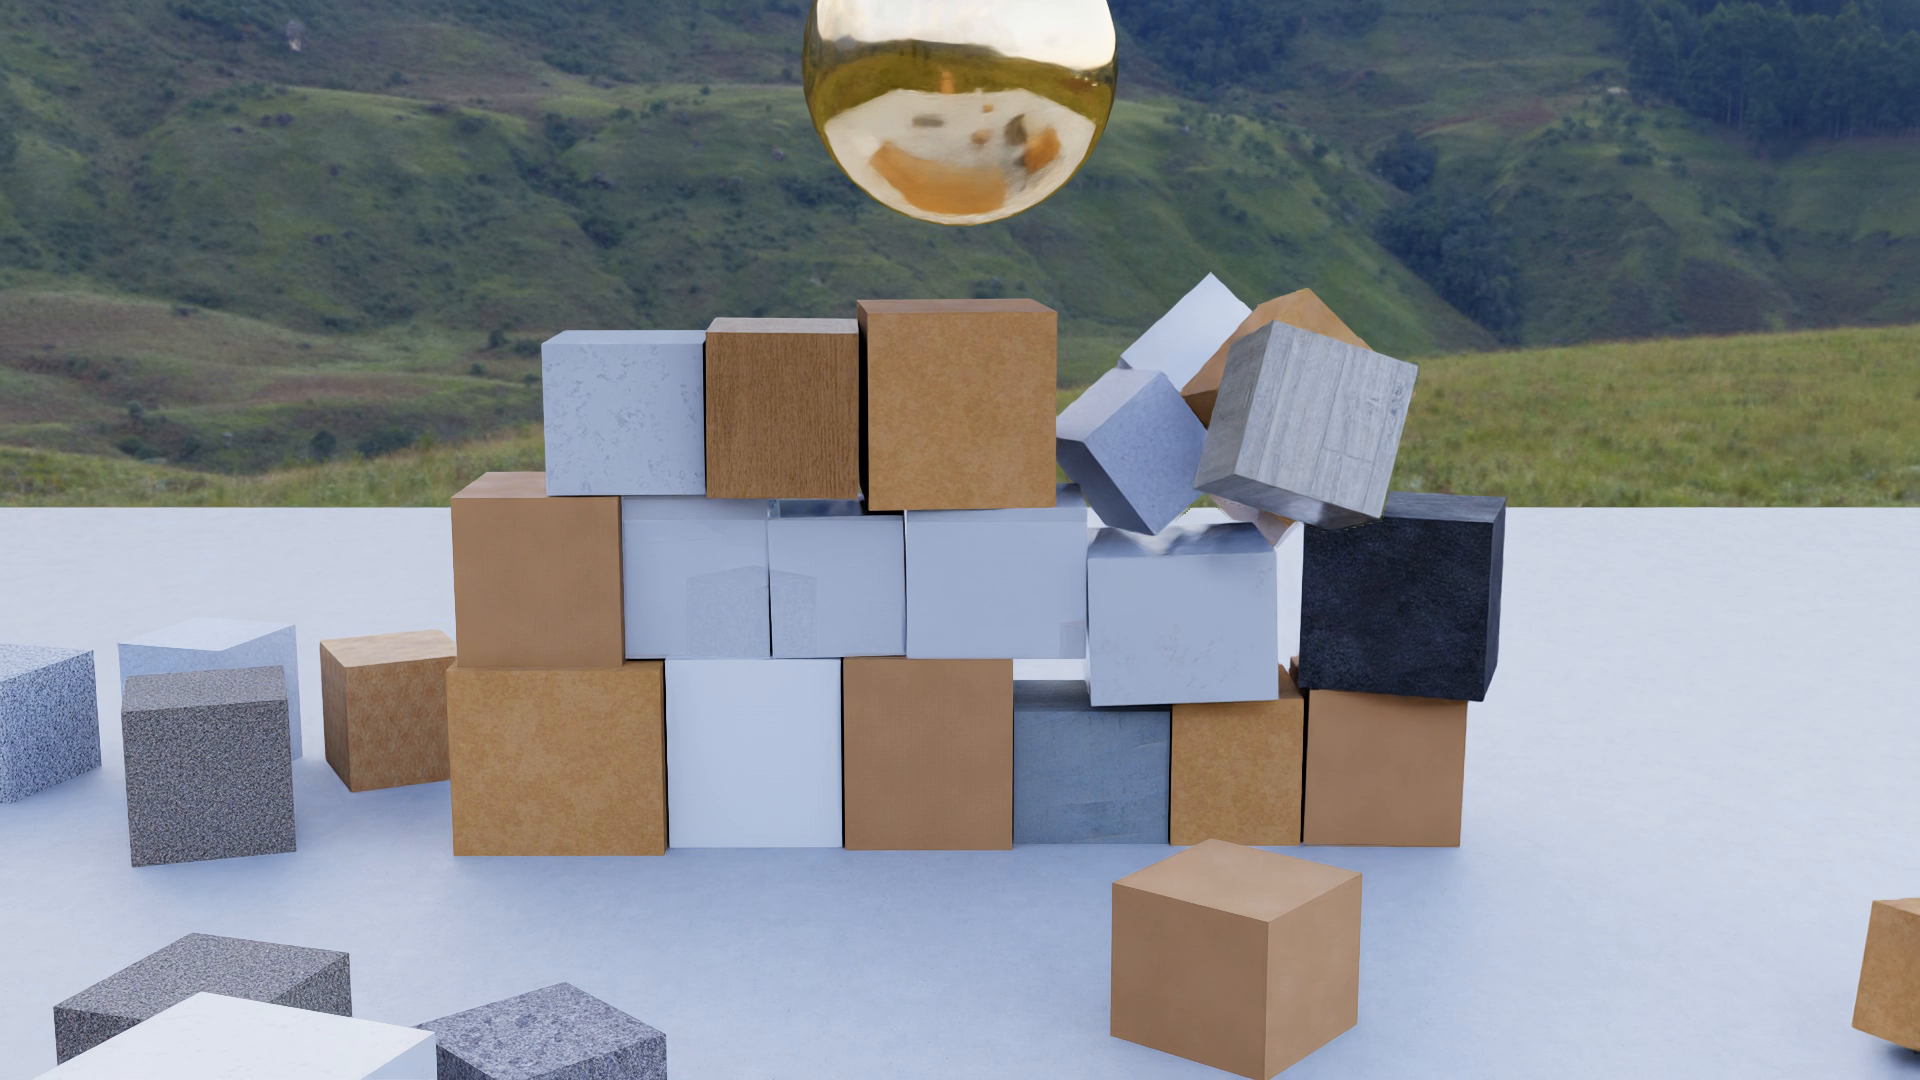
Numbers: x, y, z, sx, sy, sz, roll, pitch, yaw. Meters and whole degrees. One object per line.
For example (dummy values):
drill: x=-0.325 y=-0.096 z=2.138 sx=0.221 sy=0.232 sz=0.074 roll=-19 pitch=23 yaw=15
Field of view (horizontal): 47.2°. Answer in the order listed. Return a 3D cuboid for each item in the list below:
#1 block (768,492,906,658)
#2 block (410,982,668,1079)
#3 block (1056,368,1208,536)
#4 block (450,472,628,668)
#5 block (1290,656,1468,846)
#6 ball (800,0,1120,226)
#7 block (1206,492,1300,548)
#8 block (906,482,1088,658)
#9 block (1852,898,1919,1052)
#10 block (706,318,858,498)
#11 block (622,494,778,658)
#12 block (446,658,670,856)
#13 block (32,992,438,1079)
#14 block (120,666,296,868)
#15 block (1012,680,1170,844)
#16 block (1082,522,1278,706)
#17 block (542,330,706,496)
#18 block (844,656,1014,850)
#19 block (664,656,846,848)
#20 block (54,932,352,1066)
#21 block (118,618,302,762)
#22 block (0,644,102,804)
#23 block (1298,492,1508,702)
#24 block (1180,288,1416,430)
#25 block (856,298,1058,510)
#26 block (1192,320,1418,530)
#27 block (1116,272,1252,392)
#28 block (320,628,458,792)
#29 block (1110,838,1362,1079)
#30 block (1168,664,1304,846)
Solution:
block: x=-0.604 y=0.168 z=11.206 sx=0.666 sy=0.706 sz=0.726 roll=-1 pitch=10 yaw=0
block: x=-1.393 y=1.918 z=7.297 sx=0.599 sy=0.615 sz=0.616 roll=-9 pitch=14 yaw=-41
block: x=0.892 y=-0.463 z=11.348 sx=0.549 sy=0.627 sz=0.673 roll=-42 pitch=16 yaw=-10
block: x=-2.073 y=0.134 z=11.185 sx=0.811 sy=0.845 sz=0.855 roll=0 pitch=10 yaw=0
block: x=2.135 y=1.080 z=11.371 sx=0.787 sy=0.790 sz=0.754 roll=1 pitch=10 yaw=1
ball: x=0.000 y=-2.390 z=11.084 sx=1.600 sy=1.600 sz=1.600 roll=0 pitch=10 yaw=0
block: x=1.705 y=-0.439 z=11.677 sx=0.683 sy=0.609 sz=0.647 roll=-44 pitch=-9 yaw=-9
block: x=0.179 y=0.144 z=11.196 sx=0.884 sy=0.755 sz=0.802 roll=0 pitch=10 yaw=0
block: x=3.922 y=1.710 z=8.495 sx=0.608 sy=0.508 sz=0.585 roll=4 pitch=6 yaw=-35
block: x=-0.873 y=-0.669 z=10.951 sx=0.727 sy=0.802 sz=0.799 roll=0 pitch=11 yaw=-3
block: x=-1.305 y=0.115 z=11.207 sx=0.717 sy=0.835 sz=0.702 roll=0 pitch=10 yaw=0
block: x=-1.997 y=1.013 z=11.355 sx=1.045 sy=0.945 sz=1.036 roll=0 pitch=10 yaw=0
block: x=-2.172 y=1.944 z=6.621 sx=0.892 sy=0.805 sz=0.796 roll=4 pitch=11 yaw=21
block: x=-3.805 y=1.130 z=11.159 sx=0.773 sy=0.784 sz=0.762 roll=-3 pitch=11 yaw=-18
block: x=0.660 y=1.138 z=11.379 sx=0.781 sy=0.689 sz=0.661 roll=0 pitch=10 yaw=0
block: x=1.097 y=0.362 z=11.234 sx=0.923 sy=0.739 sz=0.909 roll=-2 pitch=10 yaw=0
block: x=-1.638 y=-0.650 z=11.020 sx=0.772 sy=0.737 sz=0.754 roll=0 pitch=10 yaw=-2
block: x=-0.156 y=0.993 z=11.370 sx=0.837 sy=0.978 sz=0.897 roll=0 pitch=10 yaw=0
block: x=-1.028 y=0.998 z=11.377 sx=0.868 sy=0.965 sz=0.819 roll=0 pitch=10 yaw=0
block: x=-2.587 y=1.835 z=7.604 sx=0.658 sy=0.670 sz=0.728 roll=3 pitch=11 yaw=18
block: x=-4.207 y=0.909 z=12.380 sx=0.651 sy=0.783 sz=0.709 roll=3 pitch=11 yaw=17
block: x=-5.373 y=0.998 z=12.196 sx=0.808 sy=0.673 sz=0.760 roll=3 pitch=11 yaw=15
block: x=2.266 y=0.256 z=11.208 sx=0.904 sy=0.883 sz=0.934 roll=4 pitch=10 yaw=18
block: x=1.640 y=-0.712 z=10.882 sx=0.739 sy=0.664 sz=0.811 roll=43 pitch=-6 yaw=-7
block: x=-0.033 y=-0.700 z=11.063 sx=0.913 sy=0.955 sz=0.899 roll=-1 pitch=10 yaw=-6
block: x=1.558 y=-0.506 z=9.984 sx=0.691 sy=0.708 sz=0.654 roll=17 pitch=-7 yaw=-8
block: x=1.267 y=-0.853 z=11.840 sx=0.693 sy=0.627 sz=0.778 roll=-43 pitch=-9 yaw=-15
block: x=-3.177 y=0.947 z=12.398 sx=0.683 sy=0.701 sz=0.729 roll=-5 pitch=11 yaw=-26
block: x=1.098 y=1.646 z=8.735 sx=0.709 sy=0.636 sz=0.718 roll=8 pitch=13 yaw=38
block: x=1.387 y=1.100 z=11.390 sx=0.653 sy=0.760 sz=0.752 roll=0 pitch=10 yaw=0
